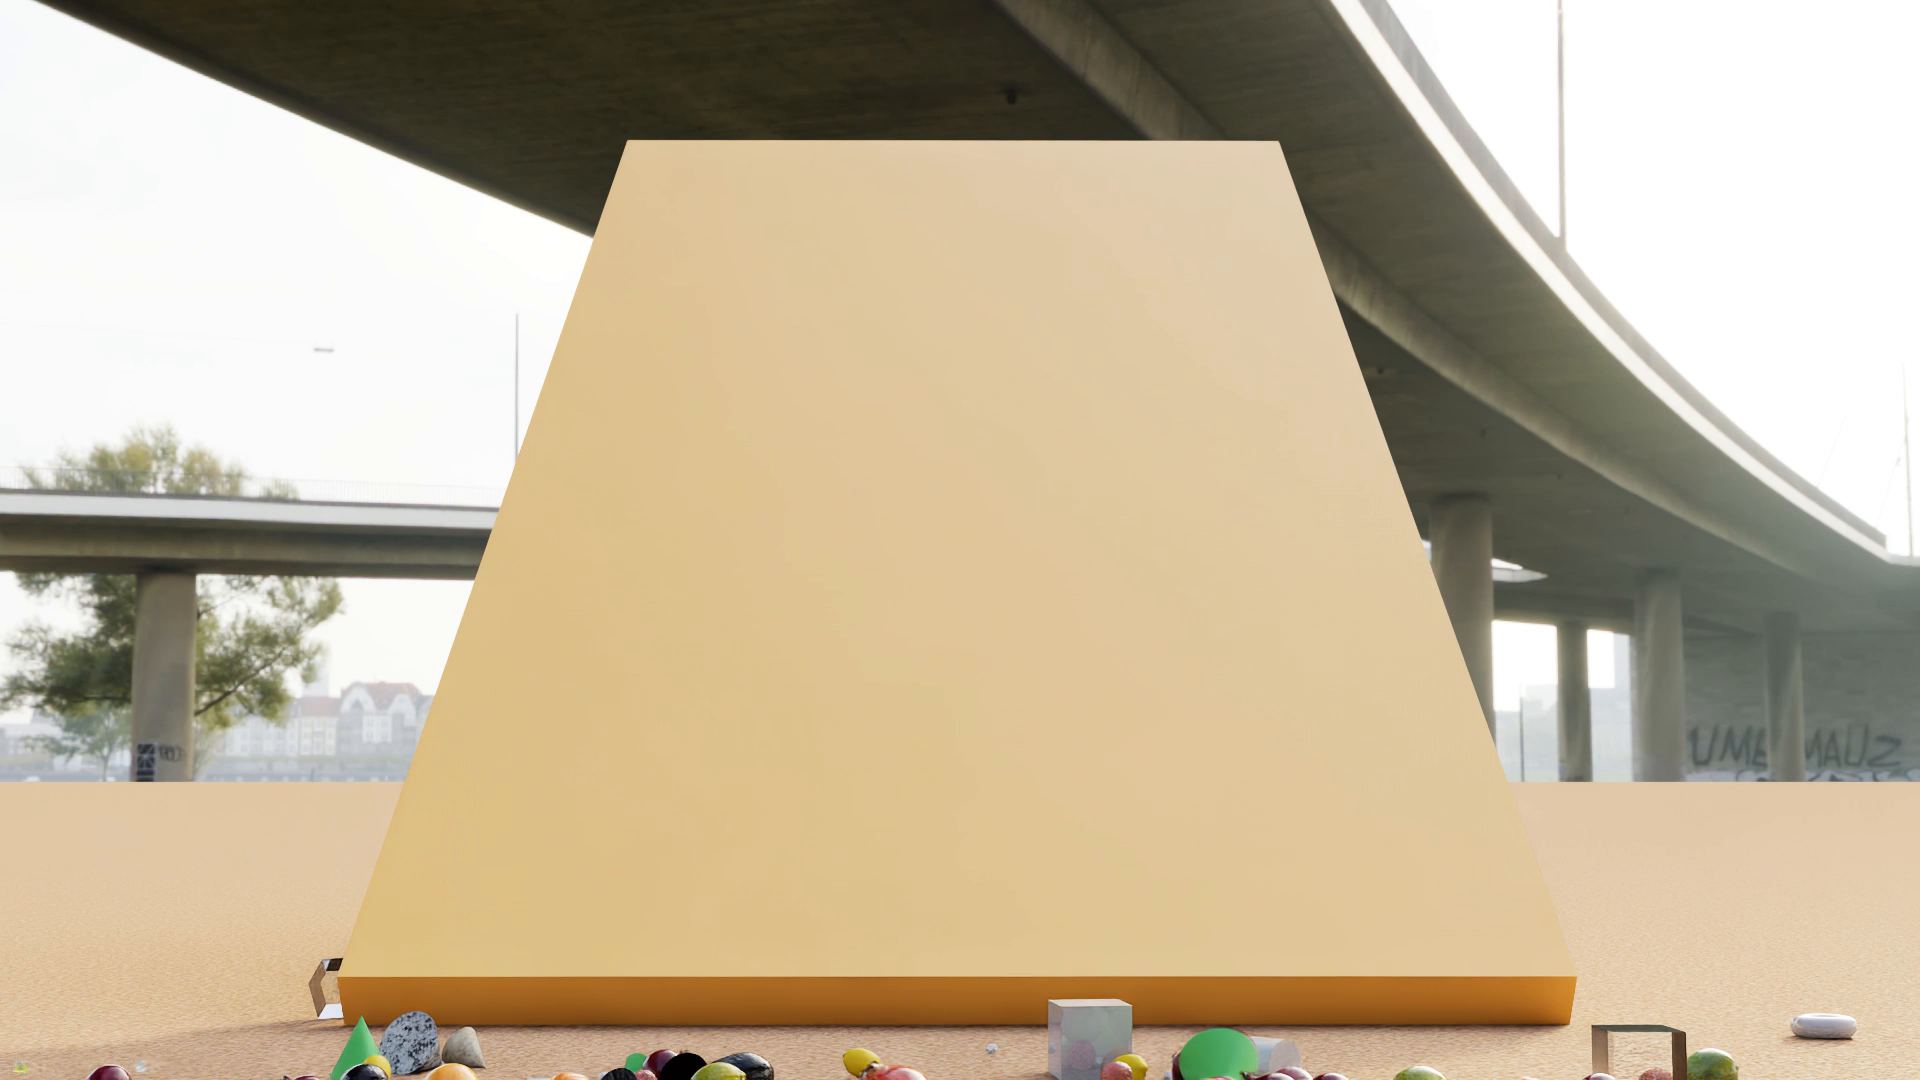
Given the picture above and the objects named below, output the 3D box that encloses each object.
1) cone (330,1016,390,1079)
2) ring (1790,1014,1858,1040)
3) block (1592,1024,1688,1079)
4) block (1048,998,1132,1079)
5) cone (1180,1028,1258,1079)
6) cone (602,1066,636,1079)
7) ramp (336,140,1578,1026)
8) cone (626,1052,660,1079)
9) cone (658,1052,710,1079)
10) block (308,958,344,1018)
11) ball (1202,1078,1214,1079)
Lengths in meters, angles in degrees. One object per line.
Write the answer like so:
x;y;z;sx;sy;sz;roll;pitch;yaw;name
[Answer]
-0.811;0.684;3.245;0.082;0.082;0.082;0;-6;0;cone
1.344;0.757;3.734;0.100;0.033;0.100;-1;-7;0;ring
0.847;0.655;2.992;0.091;0.091;0.091;0;-6;-2;block
0.176;0.678;3.260;0.097;0.097;0.097;1;-6;-8;block
0.326;0.678;2.987;0.099;0.099;0.099;0;21;1;cone
-0.406;0.682;2.929;0.057;0.057;0.057;-3;-38;28;cone
-0.012;-0.218;5.643;2.000;0.100;4.000;0;29;0;ramp
-0.422;0.697;3.076;0.055;0.055;0.055;-5;29;41;cone
-0.335;0.688;3.012;0.067;0.067;0.067;-2;-32;16;cone
-1.042;0.753;4.032;0.071;0.071;0.071;4;-46;-38;block
0.261;0.609;2.509;0.089;0.089;0.089;0;-6;0;ball
